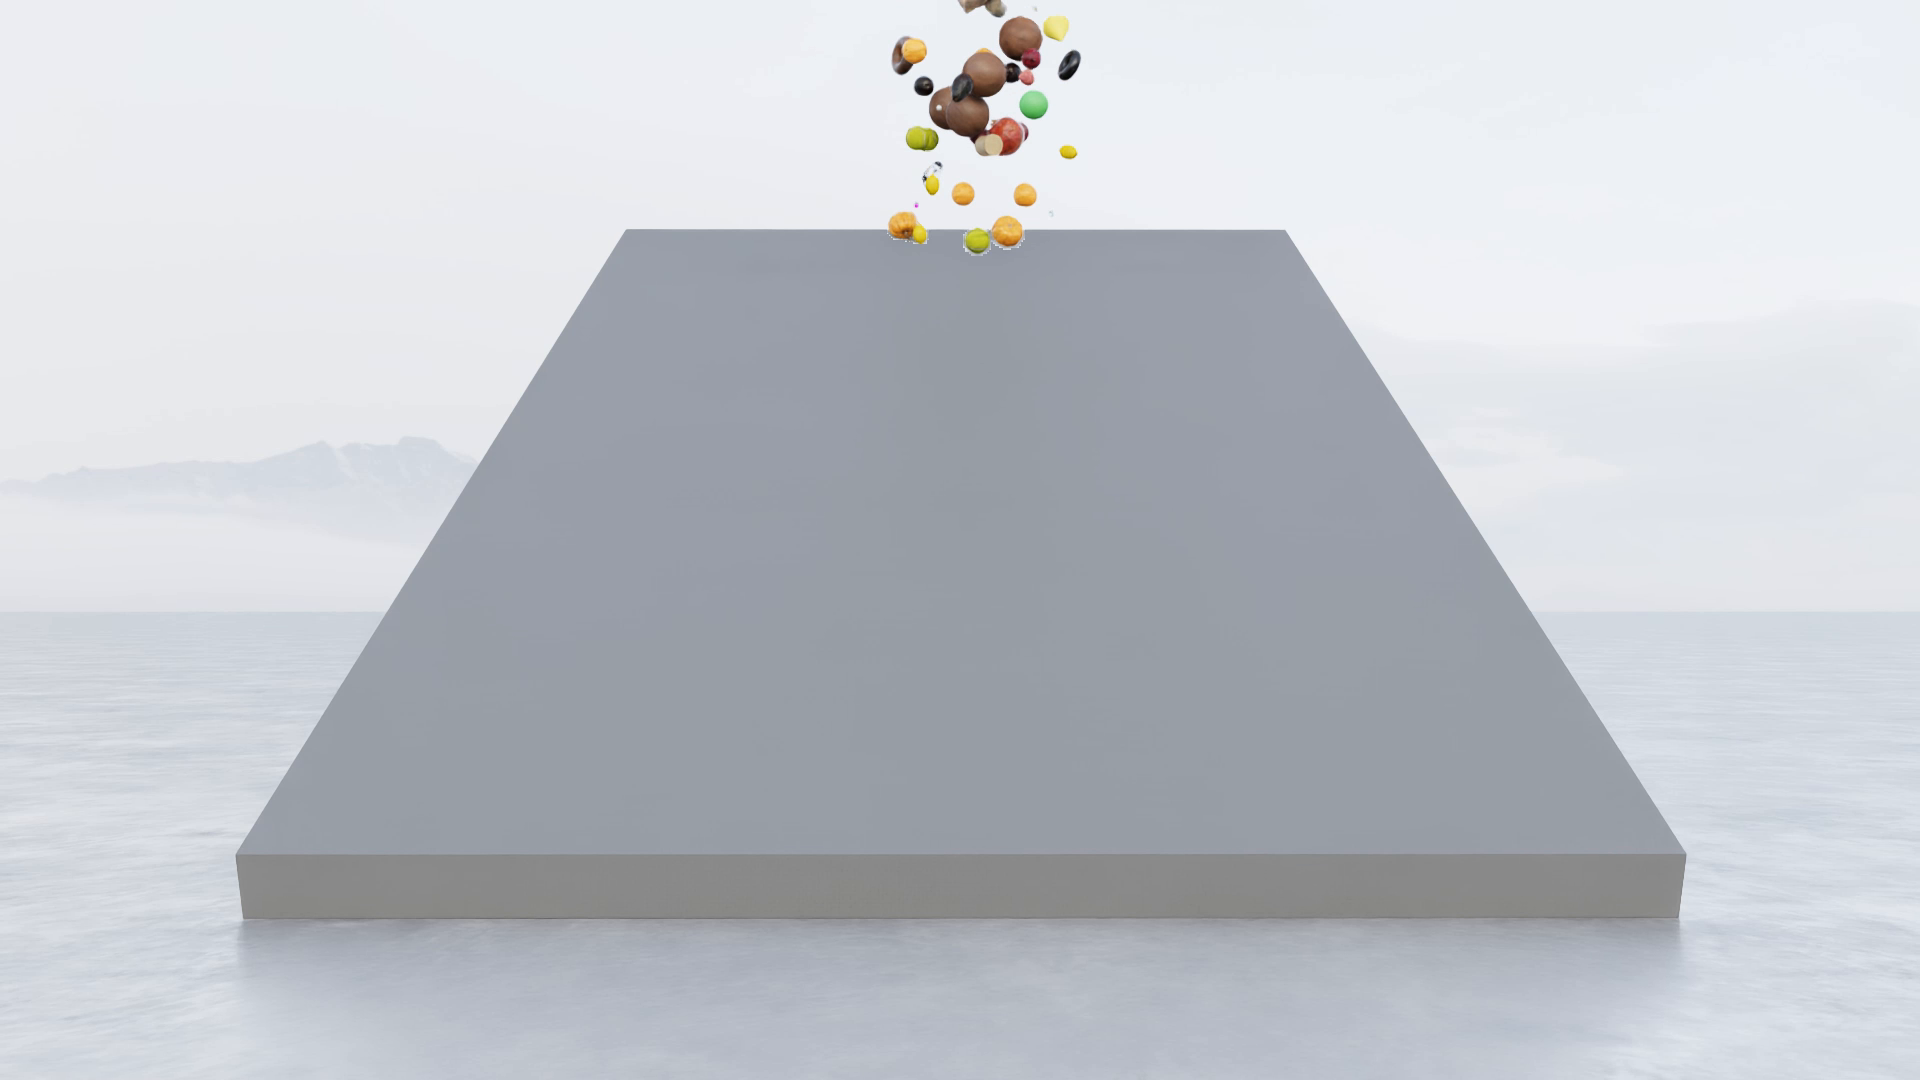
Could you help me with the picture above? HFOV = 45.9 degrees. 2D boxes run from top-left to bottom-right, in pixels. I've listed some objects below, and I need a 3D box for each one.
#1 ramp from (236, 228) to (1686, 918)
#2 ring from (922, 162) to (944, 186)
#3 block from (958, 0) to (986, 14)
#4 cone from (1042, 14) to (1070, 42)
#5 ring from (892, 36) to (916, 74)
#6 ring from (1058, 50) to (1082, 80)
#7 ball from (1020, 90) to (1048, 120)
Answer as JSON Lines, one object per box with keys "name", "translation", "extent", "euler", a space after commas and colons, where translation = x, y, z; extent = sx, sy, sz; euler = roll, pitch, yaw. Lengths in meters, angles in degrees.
{"name": "ramp", "translation": [-0.005, -0.208, 5.020], "extent": [2.000, 0.100, 4.000], "euler": [0, 20, 0]}
{"name": "ring", "translation": [-0.081, -1.083, 6.703], "extent": [0.028, 0.083, 0.083], "euler": [43, 9, 13]}
{"name": "block", "translation": [0.027, -1.605, 6.662], "extent": [0.071, 0.071, 0.071], "euler": [-33, -14, -3]}
{"name": "cone", "translation": [0.278, -1.424, 6.390], "extent": [0.080, 0.080, 0.080], "euler": [-7, -44, -7]}
{"name": "ring", "translation": [-0.162, -1.399, 6.548], "extent": [0.038, 0.115, 0.115], "euler": [9, -5, -27]}
{"name": "ring", "translation": [0.307, -1.331, 6.360], "extent": [0.031, 0.094, 0.094], "euler": [25, -11, -22]}
{"name": "ball", "translation": [0.207, -1.220, 6.361], "extent": [0.082, 0.082, 0.082], "euler": [0, -2, 0]}
